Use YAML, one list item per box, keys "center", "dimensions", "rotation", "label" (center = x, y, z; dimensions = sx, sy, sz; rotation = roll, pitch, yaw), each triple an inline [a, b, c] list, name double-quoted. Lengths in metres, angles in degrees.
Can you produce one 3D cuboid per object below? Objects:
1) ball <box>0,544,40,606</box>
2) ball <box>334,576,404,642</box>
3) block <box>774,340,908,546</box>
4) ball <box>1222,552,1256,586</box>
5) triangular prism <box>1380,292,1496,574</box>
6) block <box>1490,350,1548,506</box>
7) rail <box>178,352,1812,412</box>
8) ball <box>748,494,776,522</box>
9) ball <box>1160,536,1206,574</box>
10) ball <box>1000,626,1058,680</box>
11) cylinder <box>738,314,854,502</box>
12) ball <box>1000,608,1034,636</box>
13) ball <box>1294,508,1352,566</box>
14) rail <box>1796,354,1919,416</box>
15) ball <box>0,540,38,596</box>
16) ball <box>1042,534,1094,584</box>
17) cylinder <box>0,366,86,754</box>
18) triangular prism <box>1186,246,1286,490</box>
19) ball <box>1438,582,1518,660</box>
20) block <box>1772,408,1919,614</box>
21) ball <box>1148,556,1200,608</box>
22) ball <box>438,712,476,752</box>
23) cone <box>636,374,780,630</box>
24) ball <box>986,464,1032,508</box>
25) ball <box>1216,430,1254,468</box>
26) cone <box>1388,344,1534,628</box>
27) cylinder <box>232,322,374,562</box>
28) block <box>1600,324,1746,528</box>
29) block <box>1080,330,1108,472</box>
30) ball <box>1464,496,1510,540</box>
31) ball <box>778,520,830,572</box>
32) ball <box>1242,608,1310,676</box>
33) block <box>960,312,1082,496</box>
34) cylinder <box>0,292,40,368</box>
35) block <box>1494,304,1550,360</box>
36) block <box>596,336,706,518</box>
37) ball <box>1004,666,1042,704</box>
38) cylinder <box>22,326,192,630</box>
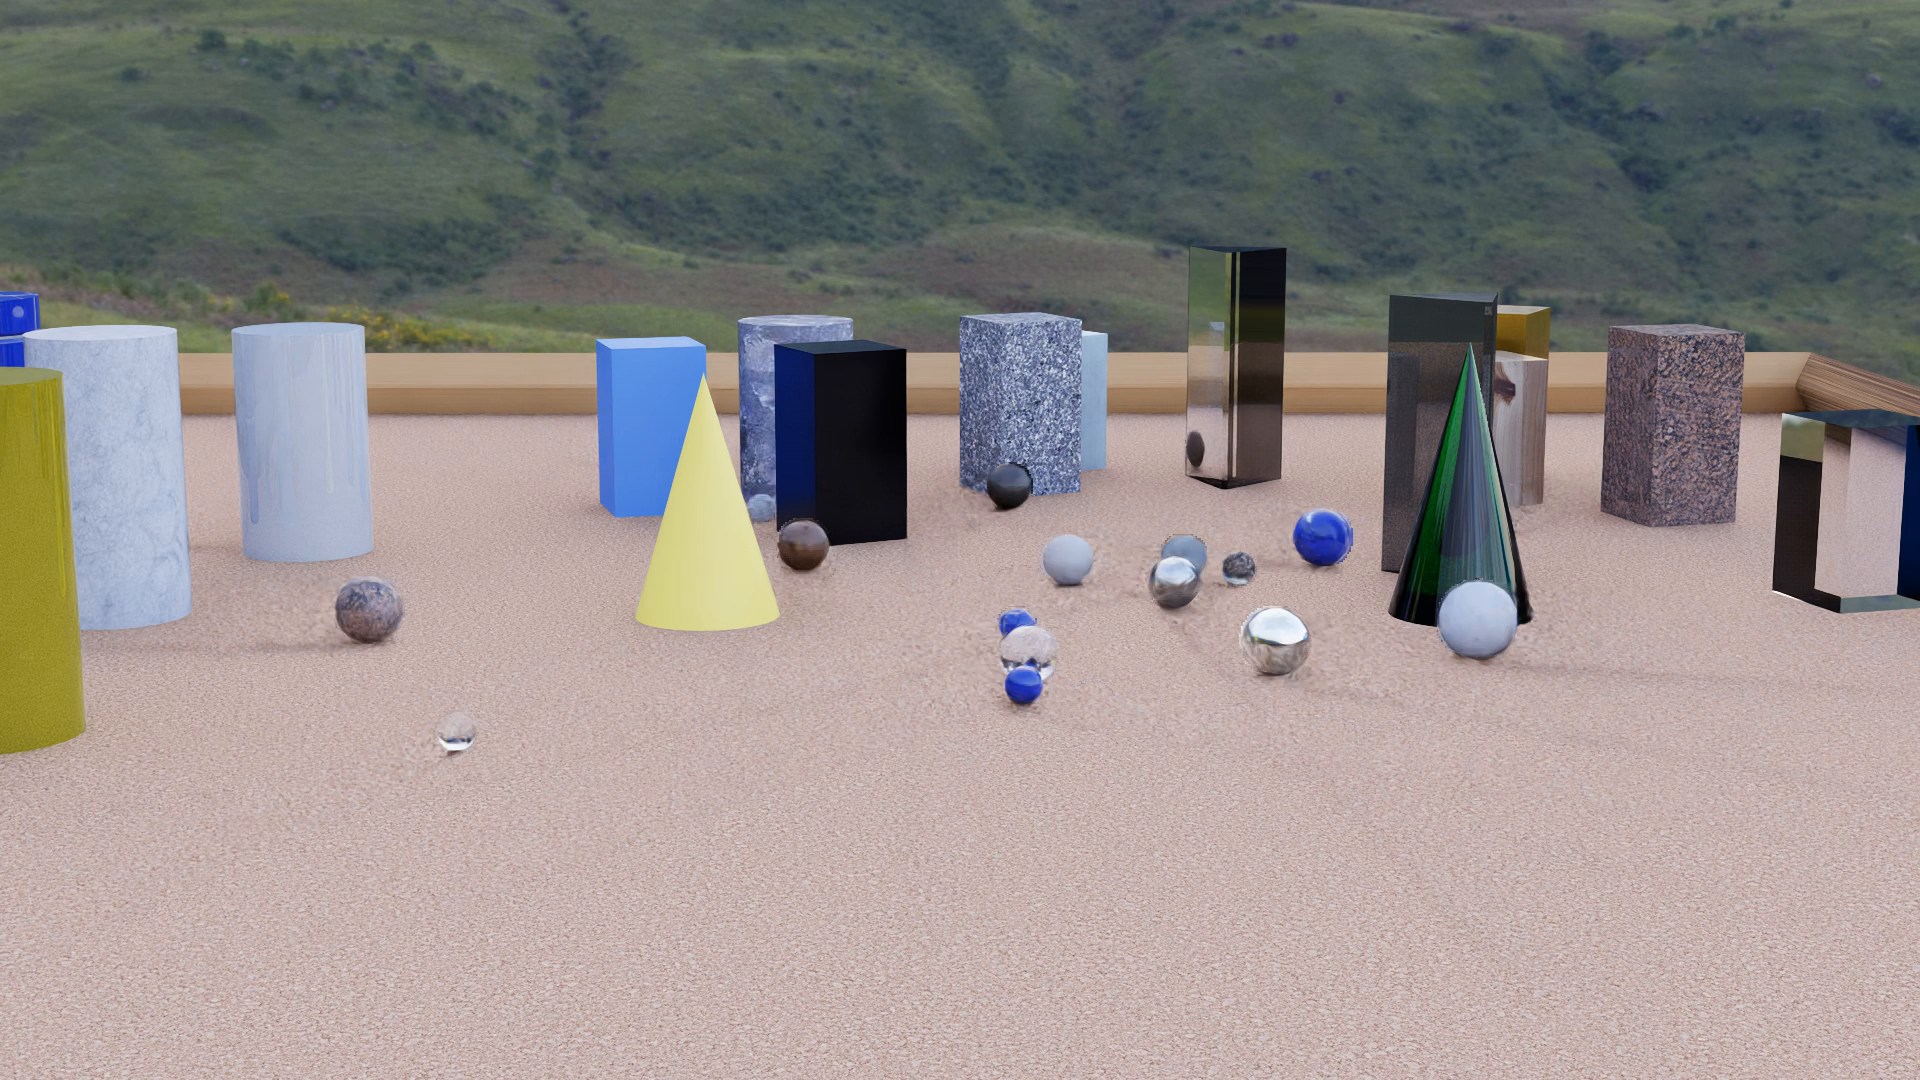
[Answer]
- center: [-1.258, 0.049, 3.479]
  dimensions: [0.084, 0.084, 0.084]
  rotation: [0, 11, 0]
  label: "ball"
- center: [-0.753, 0.088, 3.265]
  dimensions: [0.086, 0.086, 0.086]
  rotation: [0, 11, 0]
  label: "ball"
- center: [-0.186, -0.153, 3.987]
  dimensions: [0.154, 0.296, 0.154]
  rotation: [-5, 12, -27]
  label: "block"
- center: [0.394, 0.041, 3.622]
  dimensions: [0.048, 0.048, 0.048]
  rotation: [0, 11, 0]
  label: "ball"
- center: [0.723, -0.152, 3.692]
  dimensions: [0.167, 0.401, 0.145]
  rotation: [10, 15, 44]
  label: "triangular prism"
- center: [0.877, -0.188, 4.319]
  dimensions: [0.154, 0.242, 0.154]
  rotation: [-3, 11, -18]
  label: "block"
- center: [-0.011, -0.327, 5.382]
  dimensions: [3.613, 0.125, 0.045]
  rotation: [0, 11, 0]
  label: "rail"
- center: [-0.318, -0.051, 4.119]
  dimensions: [0.047, 0.047, 0.047]
  rotation: [0, 11, 0]
  label: "ball"
- center: [0.317, 0.027, 3.648]
  dimensions: [0.066, 0.066, 0.066]
  rotation: [0, 11, 0]
  label: "ball"
- center: [0.082, 0.136, 3.046]
  dimensions: [0.070, 0.070, 0.070]
  rotation: [0, 11, 0]
  label: "ball"
- center: [-0.276, -0.220, 4.333]
  dimensions: [0.193, 0.301, 0.193]
  rotation: [0, 11, 0]
  label: "cylinder"
- center: [0.073, 0.109, 3.263]
  dimensions: [0.045, 0.045, 0.045]
  rotation: [0, 11, 0]
  label: "ball"
- center: [0.531, -0.004, 3.763]
  dimensions: [0.084, 0.084, 0.084]
  rotation: [0, 11, 0]
  label: "ball"
- center: [1.783, 0.030, 3.459]
  dimensions: [0.045, 0.125, 3.979]
  rotation: [0, 11, 0]
  label: "rail"
- center: [-1.305, 0.039, 3.547]
  dimensions: [0.078, 0.078, 0.078]
  rotation: [0, 11, 0]
  label: "ball"
- center: [0.153, 0.027, 3.630]
  dimensions: [0.071, 0.071, 0.071]
  rotation: [0, 11, 0]
  label: "ball"
- center: [-1.064, 0.019, 2.789]
  dimensions: [0.193, 0.394, 0.193]
  rotation: [0, 11, 0]
  label: "cylinder"
- center: [0.460, -0.308, 4.512]
  dimensions: [0.145, 0.409, 0.167]
  rotation: [9, 14, 41]
  label: "triangular prism"
- center: [0.641, 0.099, 3.174]
  dimensions: [0.096, 0.096, 0.096]
  rotation: [0, 11, 0]
  label: "ball"
- center: [1.230, -0.042, 3.510]
  dimensions: [0.154, 0.251, 0.154]
  rotation: [-3, 11, -17]
  label: "block"
- center: [0.290, 0.057, 3.473]
  dimensions: [0.070, 0.070, 0.070]
  rotation: [0, 11, 0]
  label: "ball"
- center: [-0.540, 0.206, 2.751]
  dimensions: [0.042, 0.042, 0.042]
  rotation: [0, 11, 0]
  label: "ball"
- center: [-0.337, -0.060, 3.401]
  dimensions: [0.193, 0.326, 0.193]
  rotation: [0, 11, 0]
  label: "cone"
- center: [0.081, -0.089, 4.248]
  dimensions: [0.073, 0.073, 0.073]
  rotation: [0, 11, 0]
  label: "ball"
- center: [0.500, -0.166, 4.678]
  dimensions: [0.068, 0.068, 0.068]
  rotation: [0, 11, 0]
  label: "ball"
- center: [0.671, -0.082, 3.407]
  dimensions: [0.193, 0.367, 0.193]
  rotation: [0, 11, 0]
  label: "cone"
- center: [-0.988, -0.150, 3.859]
  dimensions: [0.193, 0.336, 0.193]
  rotation: [0, 11, 0]
  label: "cylinder"
- center: [1.150, -0.188, 4.145]
  dimensions: [0.154, 0.305, 0.154]
  rotation: [-3, 11, -16]
  label: "block"
- center: [0.158, -0.255, 4.670]
  dimensions: [0.154, 0.245, 0.154]
  rotation: [-8, 13, -36]
  label: "block"
- center: [0.814, -0.034, 3.965]
  dimensions: [0.069, 0.069, 0.069]
  rotation: [0, 11, 0]
  label: "ball"
- center: [-0.227, 0.008, 3.725]
  dimensions: [0.075, 0.075, 0.075]
  rotation: [0, 11, 0]
  label: "ball"
- center: [0.380, 0.122, 3.089]
  dimensions: [0.082, 0.082, 0.082]
  rotation: [0, 11, 0]
  label: "ball"
- center: [0.103, -0.235, 4.421]
  dimensions: [0.154, 0.297, 0.154]
  rotation: [-5, 12, -27]
  label: "block"
- center: [-1.445, -0.162, 3.776]
  dimensions: [0.193, 0.391, 0.193]
  rotation: [0, 11, 0]
  label: "cylinder"
- center: [0.943, -0.259, 4.546]
  dimensions: [0.154, 0.300, 0.154]
  rotation: [6, 12, 27]
  label: "block"
- center: [-0.509, -0.189, 4.236]
  dimensions: [0.154, 0.275, 0.154]
  rotation: [-3, 11, -17]
  label: "block"
- center: [0.073, 0.167, 2.953]
  dimensions: [0.044, 0.044, 0.044]
  rotation: [0, 11, 0]
  label: "ball"
- center: [-1.128, -0.087, 3.402]
  dimensions: [0.193, 0.378, 0.193]
  rotation: [0, 11, 0]
  label: "cylinder"
